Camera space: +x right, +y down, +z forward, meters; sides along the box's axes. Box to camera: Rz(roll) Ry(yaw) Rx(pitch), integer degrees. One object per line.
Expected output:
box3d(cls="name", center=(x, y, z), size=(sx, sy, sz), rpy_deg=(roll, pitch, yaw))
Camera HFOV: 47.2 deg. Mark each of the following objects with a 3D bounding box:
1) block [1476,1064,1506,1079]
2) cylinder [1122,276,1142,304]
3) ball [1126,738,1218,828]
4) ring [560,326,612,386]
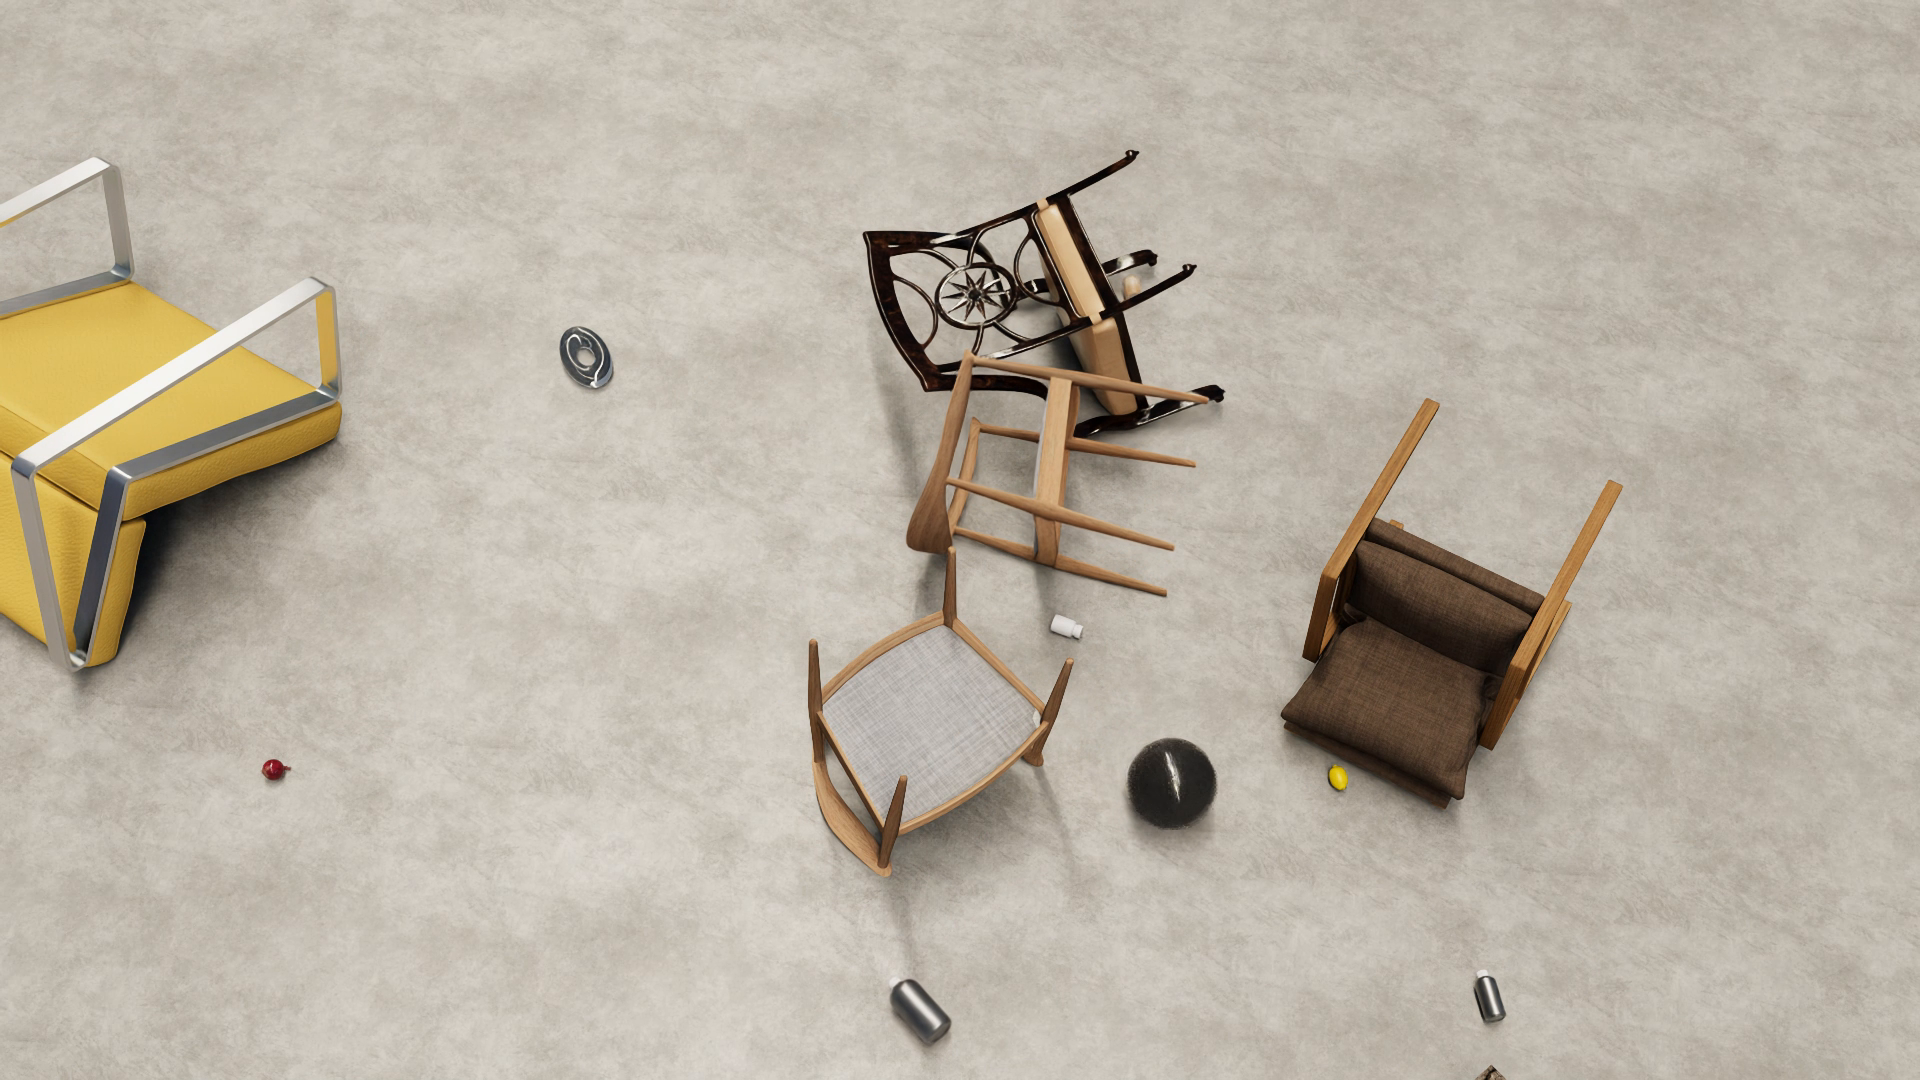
box3d(cls="block", center=(1.280, 1.491, 5.497), size=(0.298, 0.127, 0.177), rpy_deg=(-35, 63, -21))
box3d(cls="cylinder", center=(0.556, -0.806, 7.081), size=(0.057, 0.056, 0.072), rpy_deg=(0, 56, -10))
box3d(cls="ball", center=(0.576, 0.661, 5.982), size=(0.246, 0.246, 0.246), rpy_deg=(0, 56, 0))
box3d(cls="ring", center=(-1.180, -0.579, 6.934), size=(0.152, 0.048, 0.257), rpy_deg=(-23, 59, -14))
